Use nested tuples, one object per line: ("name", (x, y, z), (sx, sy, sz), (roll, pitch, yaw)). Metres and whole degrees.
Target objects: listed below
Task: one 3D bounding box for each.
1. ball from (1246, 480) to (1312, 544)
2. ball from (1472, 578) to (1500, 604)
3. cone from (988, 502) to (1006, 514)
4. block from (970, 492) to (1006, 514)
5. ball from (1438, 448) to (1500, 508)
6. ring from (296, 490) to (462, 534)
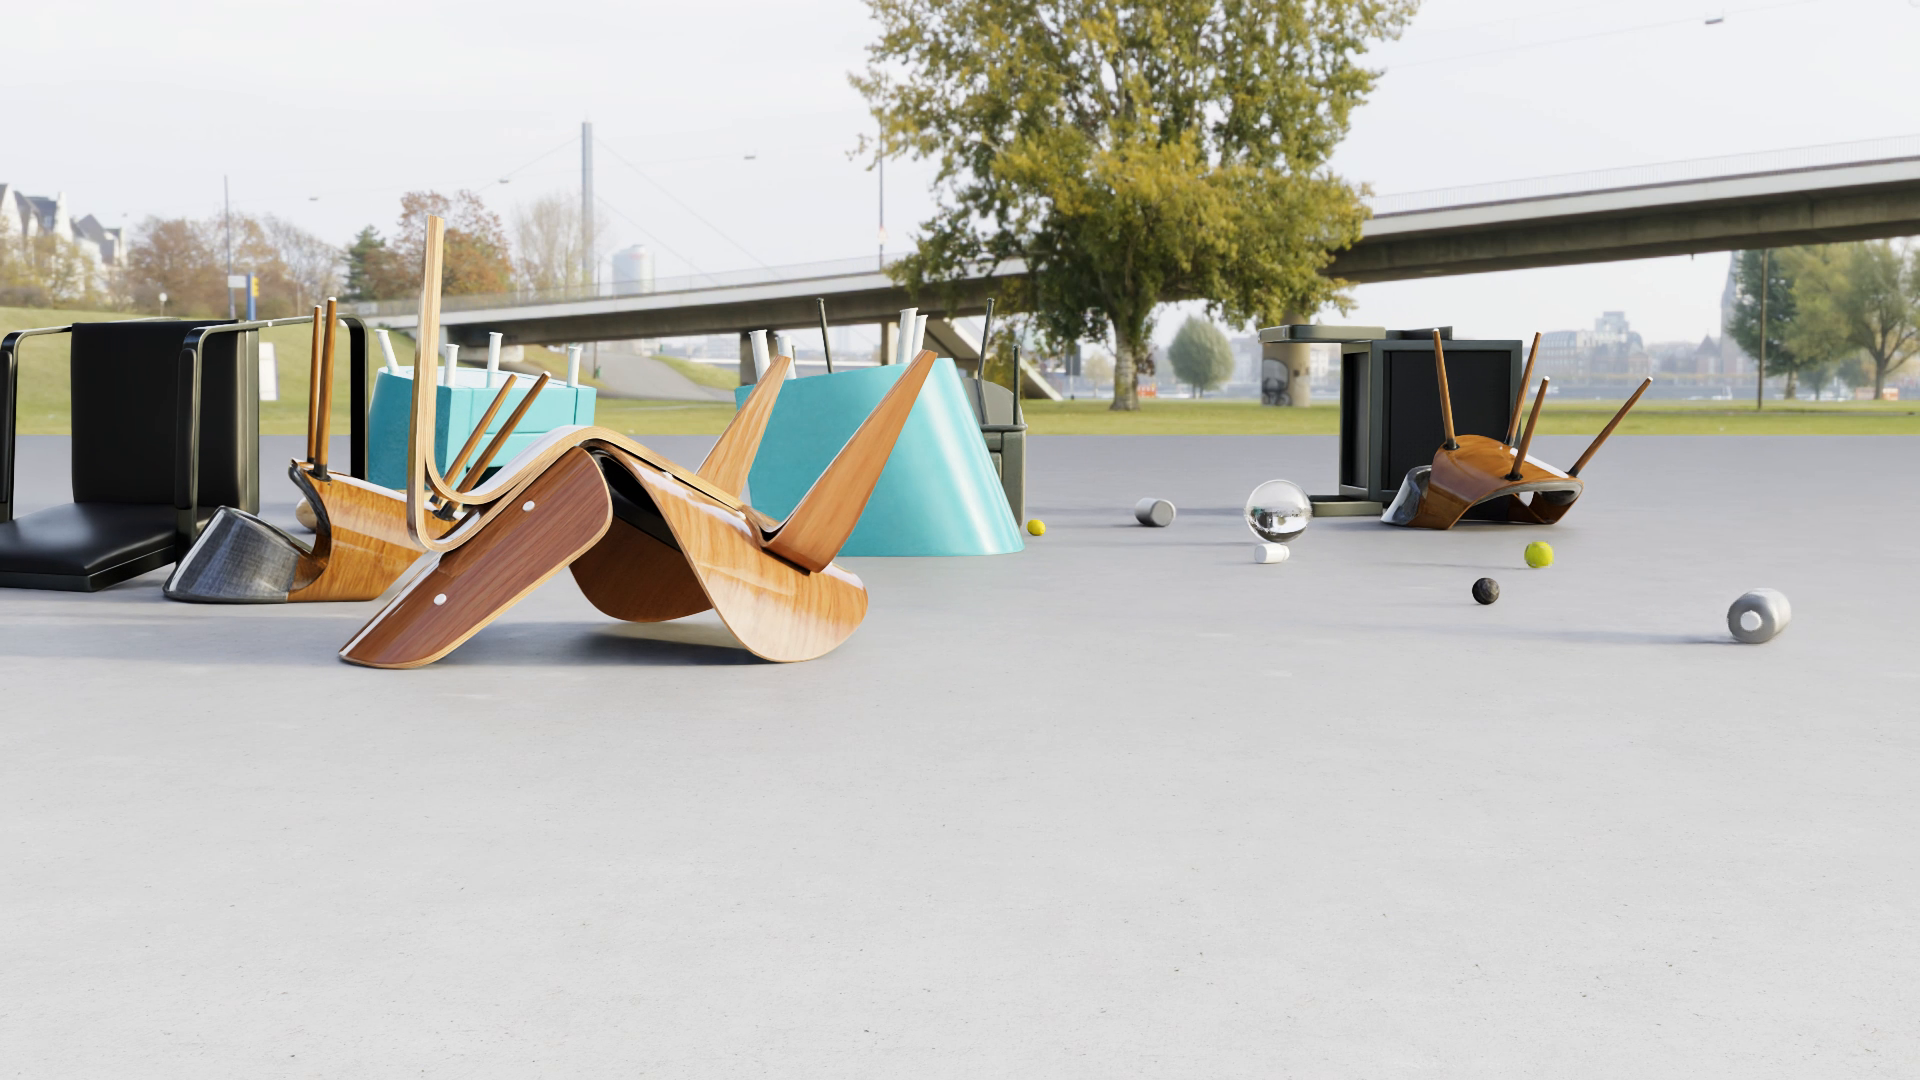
("ball", (0.921, -0.081, 6.352), (0.188, 0.188, 0.188), (0, 4, 0))
("ball", (1.096, 0.106, 4.583), (0.057, 0.057, 0.057), (0, 4, 0))
("cone", (0.132, -0.105, 7.917), (0.062, 0.047, 0.063), (6, -16, 4))
("block", (0.104, -0.135, 8.010), (0.111, 0.069, 0.094), (1, 4, 15))
("ball", (1.910, -0.233, 8.262), (0.229, 0.229, 0.229), (0, 4, 0))
("ring", (-1.849, -0.093, 7.009), (0.506, 0.125, 0.522), (2, 4, 40))
